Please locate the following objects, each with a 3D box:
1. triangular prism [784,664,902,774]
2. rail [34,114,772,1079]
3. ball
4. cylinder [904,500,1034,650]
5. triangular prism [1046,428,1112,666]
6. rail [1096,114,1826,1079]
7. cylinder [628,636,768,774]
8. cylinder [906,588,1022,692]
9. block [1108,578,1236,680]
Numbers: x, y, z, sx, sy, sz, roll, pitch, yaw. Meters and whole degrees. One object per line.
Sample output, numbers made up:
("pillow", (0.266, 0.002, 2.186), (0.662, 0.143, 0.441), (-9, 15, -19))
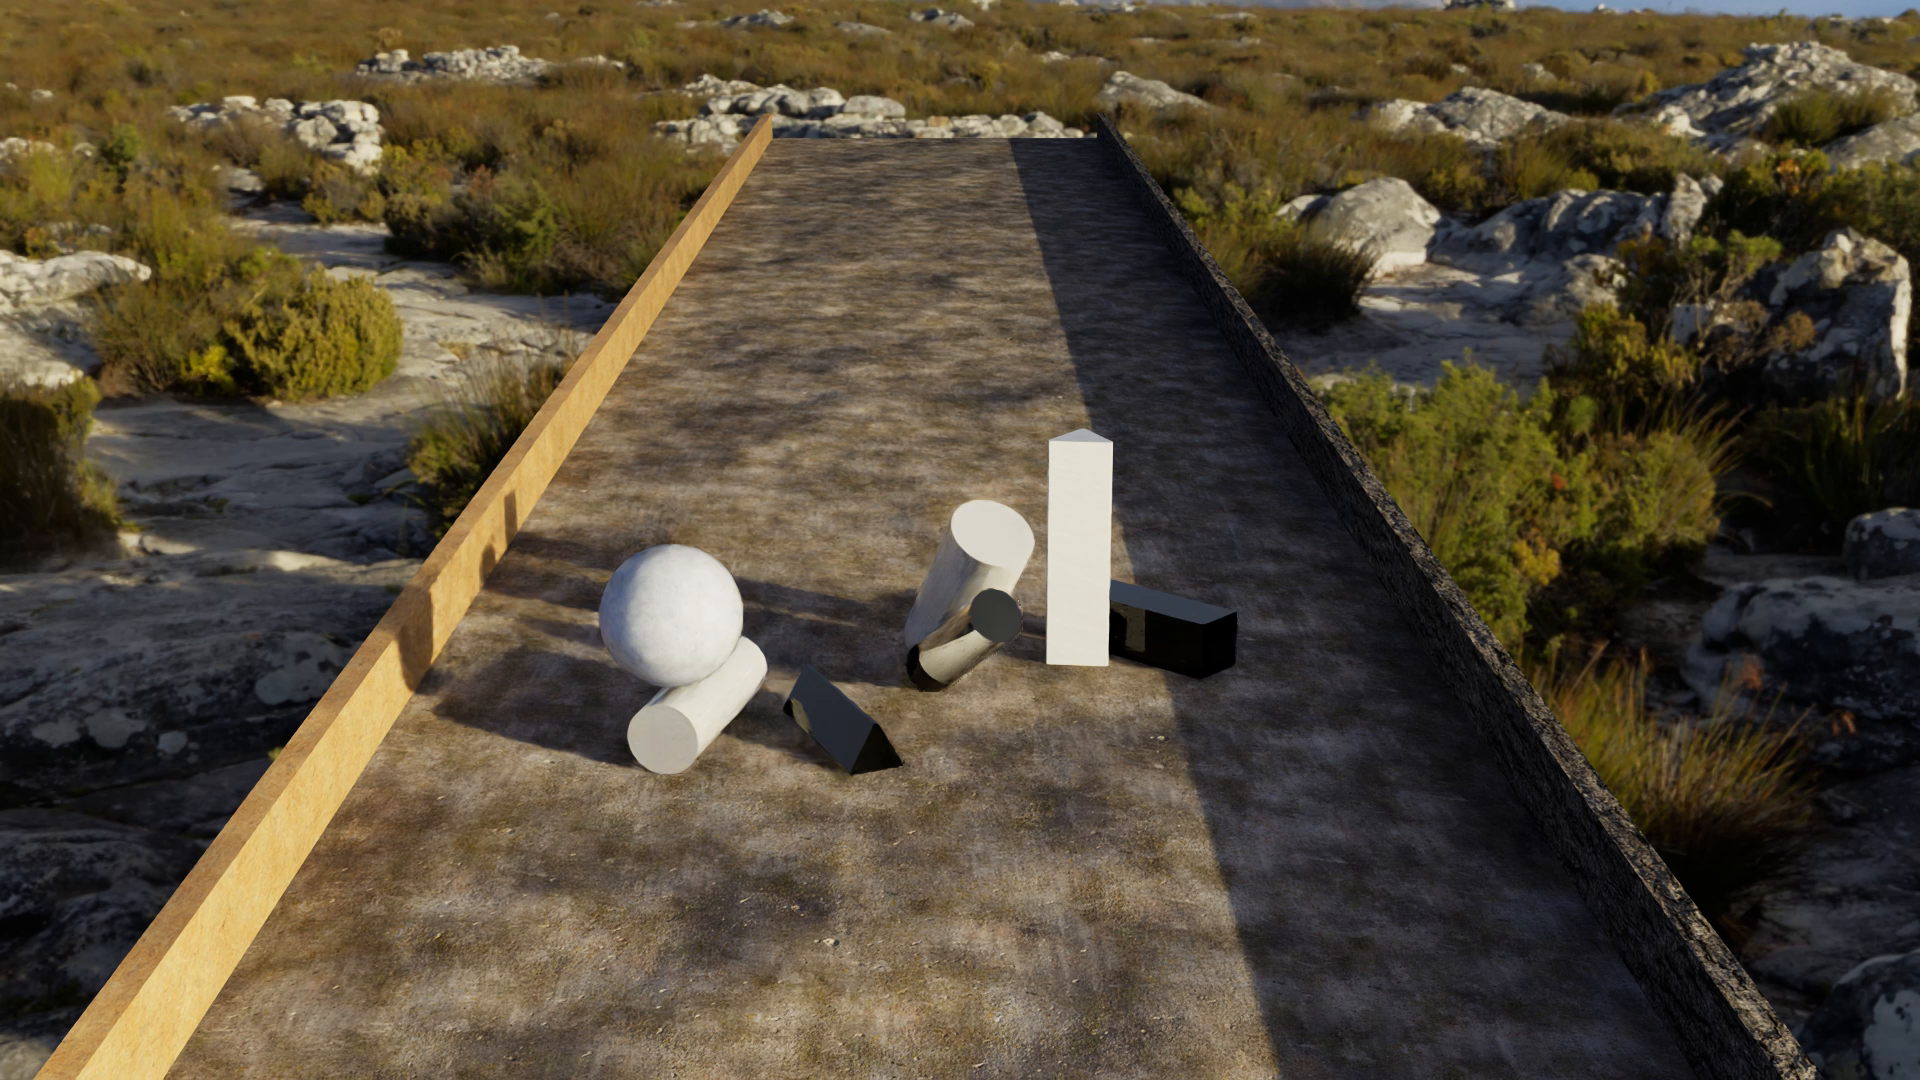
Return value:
("triangular prism", (-0.217, 0.318, 3.998), (0.100, 0.087, 0.341), (-7, 18, -23))
("rail", (-1.118, -0.838, 7.780), (0.050, 0.150, 12.000), (0, 17, -1))
("ball", (-0.508, 0.133, 3.878), (0.253, 0.253, 0.253), (0, 17, 0))
("cylinder", (0.014, 0.093, 4.272), (0.165, 0.331, 0.165), (11, 47, -12))
("triangular prism", (0.238, 0.014, 4.375), (0.123, 0.459, 0.107), (2, 17, 6))
("rail", (0.932, -0.844, 7.801), (0.050, 0.150, 12.000), (0, 17, -1))
("cylinder", (-0.473, 0.295, 4.006), (0.131, 0.131, 0.383), (4, 17, 13))
("cylinder", (0.004, 0.191, 4.113), (0.102, 0.102, 0.326), (-8, -16, -26))
("block", (0.389, 0.176, 4.435), (0.326, 0.113, 0.113), (14, 22, 40))
